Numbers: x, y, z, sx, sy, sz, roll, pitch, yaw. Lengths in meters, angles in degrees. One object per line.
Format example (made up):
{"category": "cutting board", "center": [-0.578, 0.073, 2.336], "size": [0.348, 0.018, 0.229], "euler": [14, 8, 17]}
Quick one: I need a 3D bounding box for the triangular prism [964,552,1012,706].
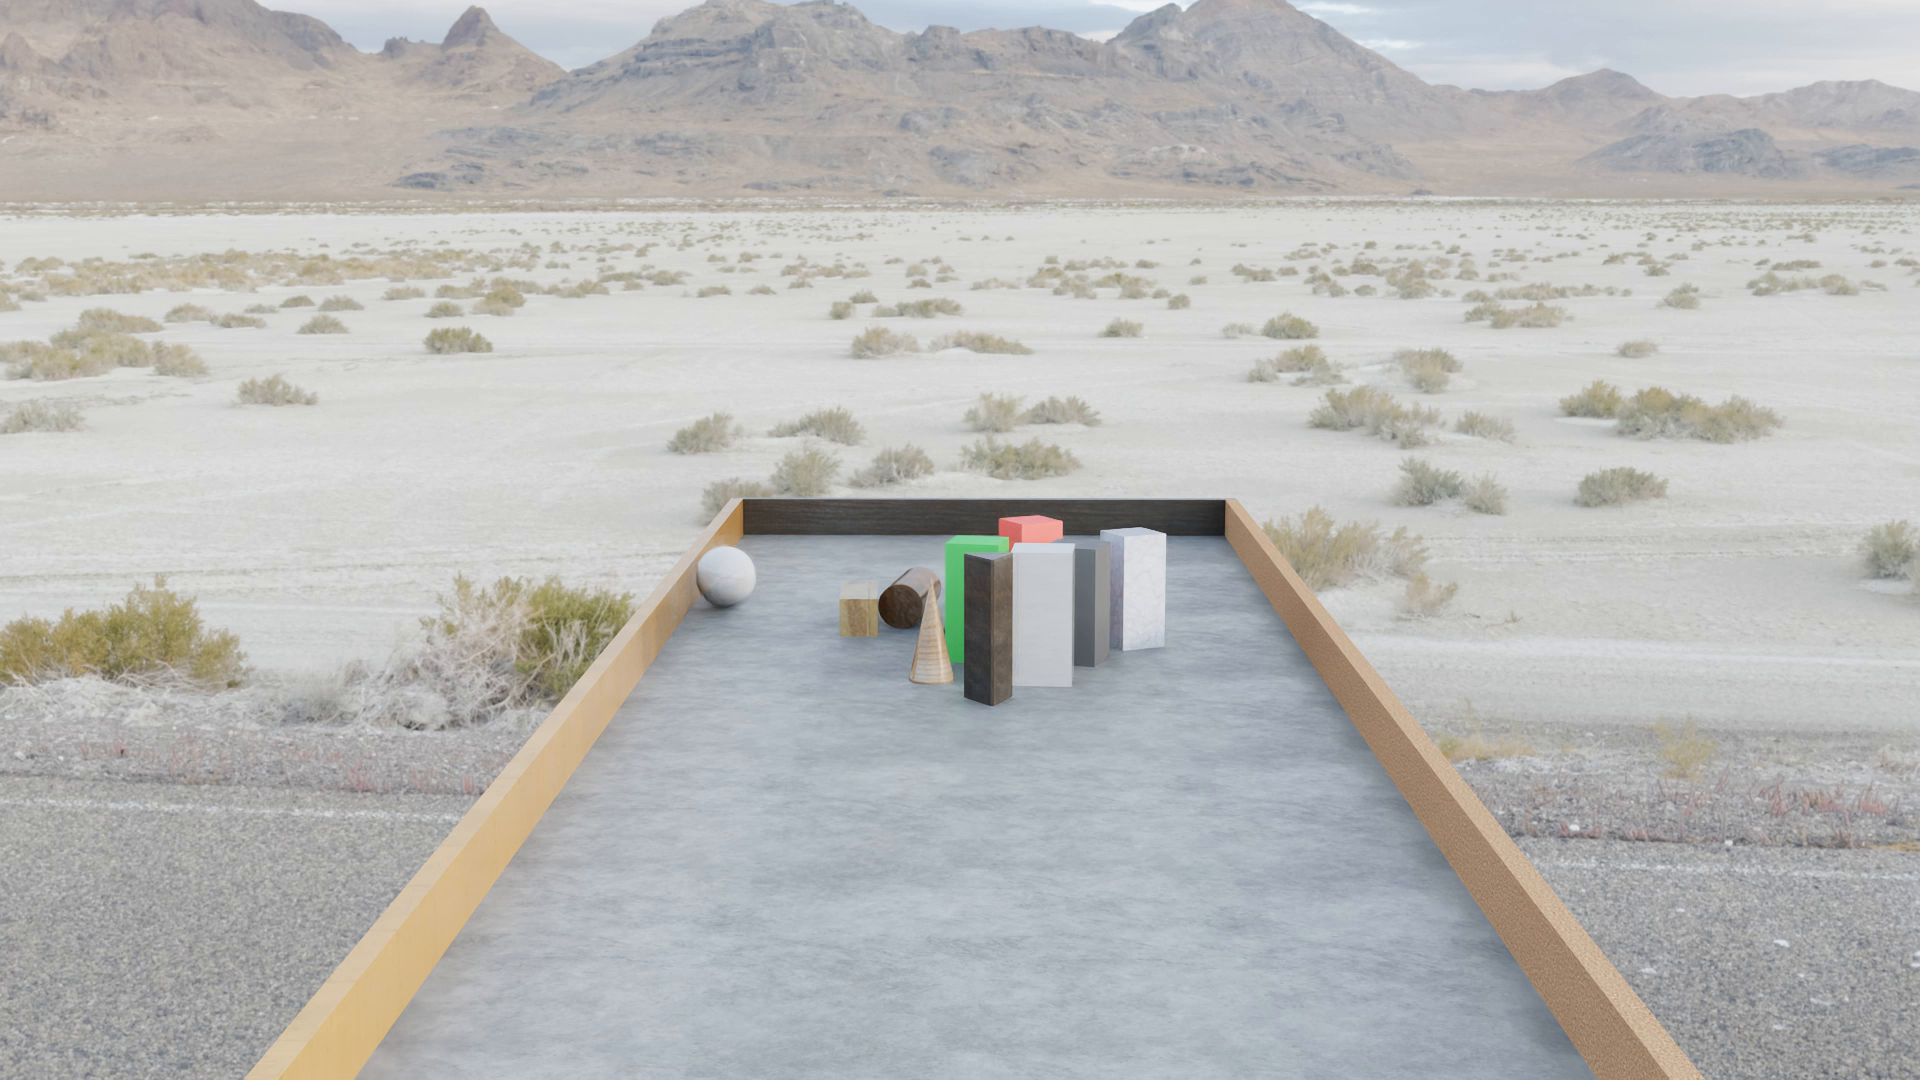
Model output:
{"category": "triangular prism", "center": [0.099, 0.244, 6.156], "size": [0.117, 0.412, 0.135], "euler": [-6, 11, -35]}

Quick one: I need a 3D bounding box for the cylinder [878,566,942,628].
{"category": "cylinder", "center": [-0.166, 0.190, 7.343], "size": [0.147, 0.147, 0.353], "euler": [2, 9, 10]}

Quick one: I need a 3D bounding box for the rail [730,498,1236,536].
{"category": "rail", "center": [0.099, -0.098, 9.147], "size": [2.100, 0.150, 0.050], "euler": [0, 9, 1]}

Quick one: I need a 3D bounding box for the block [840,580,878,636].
{"category": "block", "center": [-0.329, 0.223, 7.212], "size": [0.122, 0.122, 0.337], "euler": [0, 9, -2]}

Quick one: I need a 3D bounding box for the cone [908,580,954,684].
{"category": "cone", "center": [-0.083, 0.258, 6.405], "size": [0.134, 0.305, 0.134], "euler": [0, 9, 0]}

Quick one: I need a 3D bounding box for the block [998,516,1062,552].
{"category": "block", "center": [0.222, 0.129, 6.950], "size": [0.146, 0.390, 0.146], "euler": [-5, 10, -28]}

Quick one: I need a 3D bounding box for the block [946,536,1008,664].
{"category": "block", "center": [0.053, 0.181, 6.703], "size": [0.163, 0.365, 0.163], "euler": [2, 9, 12]}

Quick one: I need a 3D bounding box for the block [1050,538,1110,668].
{"category": "block", "center": [0.352, 0.189, 6.676], "size": [0.167, 0.357, 0.167], "euler": [3, 10, 19]}

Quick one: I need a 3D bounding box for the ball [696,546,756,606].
{"category": "ball", "center": [-0.806, 0.124, 7.561], "size": [0.209, 0.209, 0.209], "euler": [0, 9, 0]}

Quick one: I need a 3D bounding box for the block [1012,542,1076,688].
{"category": "block", "center": [0.241, 0.216, 6.401], "size": [0.177, 0.390, 0.177], "euler": [1, 9, 5]}

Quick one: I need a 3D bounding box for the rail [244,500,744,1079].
{"category": "rail", "center": [-1.004, 0.839, 3.234], "size": [0.050, 0.150, 12.000], "euler": [0, 9, 1]}

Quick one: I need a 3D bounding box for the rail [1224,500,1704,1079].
{"category": "rail", "center": [1.046, 0.843, 3.208], "size": [0.050, 0.150, 12.000], "euler": [0, 9, 1]}

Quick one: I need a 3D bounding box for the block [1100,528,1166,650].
{"category": "block", "center": [0.541, 0.152, 6.906], "size": [0.150, 0.358, 0.150], "euler": [-4, 10, -26]}

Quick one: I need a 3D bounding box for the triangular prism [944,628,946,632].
{"category": "triangular prism", "center": [0.113, 0.222, 7.257], "size": [0.121, 0.105, 0.444], "euler": [6, 11, 31]}
